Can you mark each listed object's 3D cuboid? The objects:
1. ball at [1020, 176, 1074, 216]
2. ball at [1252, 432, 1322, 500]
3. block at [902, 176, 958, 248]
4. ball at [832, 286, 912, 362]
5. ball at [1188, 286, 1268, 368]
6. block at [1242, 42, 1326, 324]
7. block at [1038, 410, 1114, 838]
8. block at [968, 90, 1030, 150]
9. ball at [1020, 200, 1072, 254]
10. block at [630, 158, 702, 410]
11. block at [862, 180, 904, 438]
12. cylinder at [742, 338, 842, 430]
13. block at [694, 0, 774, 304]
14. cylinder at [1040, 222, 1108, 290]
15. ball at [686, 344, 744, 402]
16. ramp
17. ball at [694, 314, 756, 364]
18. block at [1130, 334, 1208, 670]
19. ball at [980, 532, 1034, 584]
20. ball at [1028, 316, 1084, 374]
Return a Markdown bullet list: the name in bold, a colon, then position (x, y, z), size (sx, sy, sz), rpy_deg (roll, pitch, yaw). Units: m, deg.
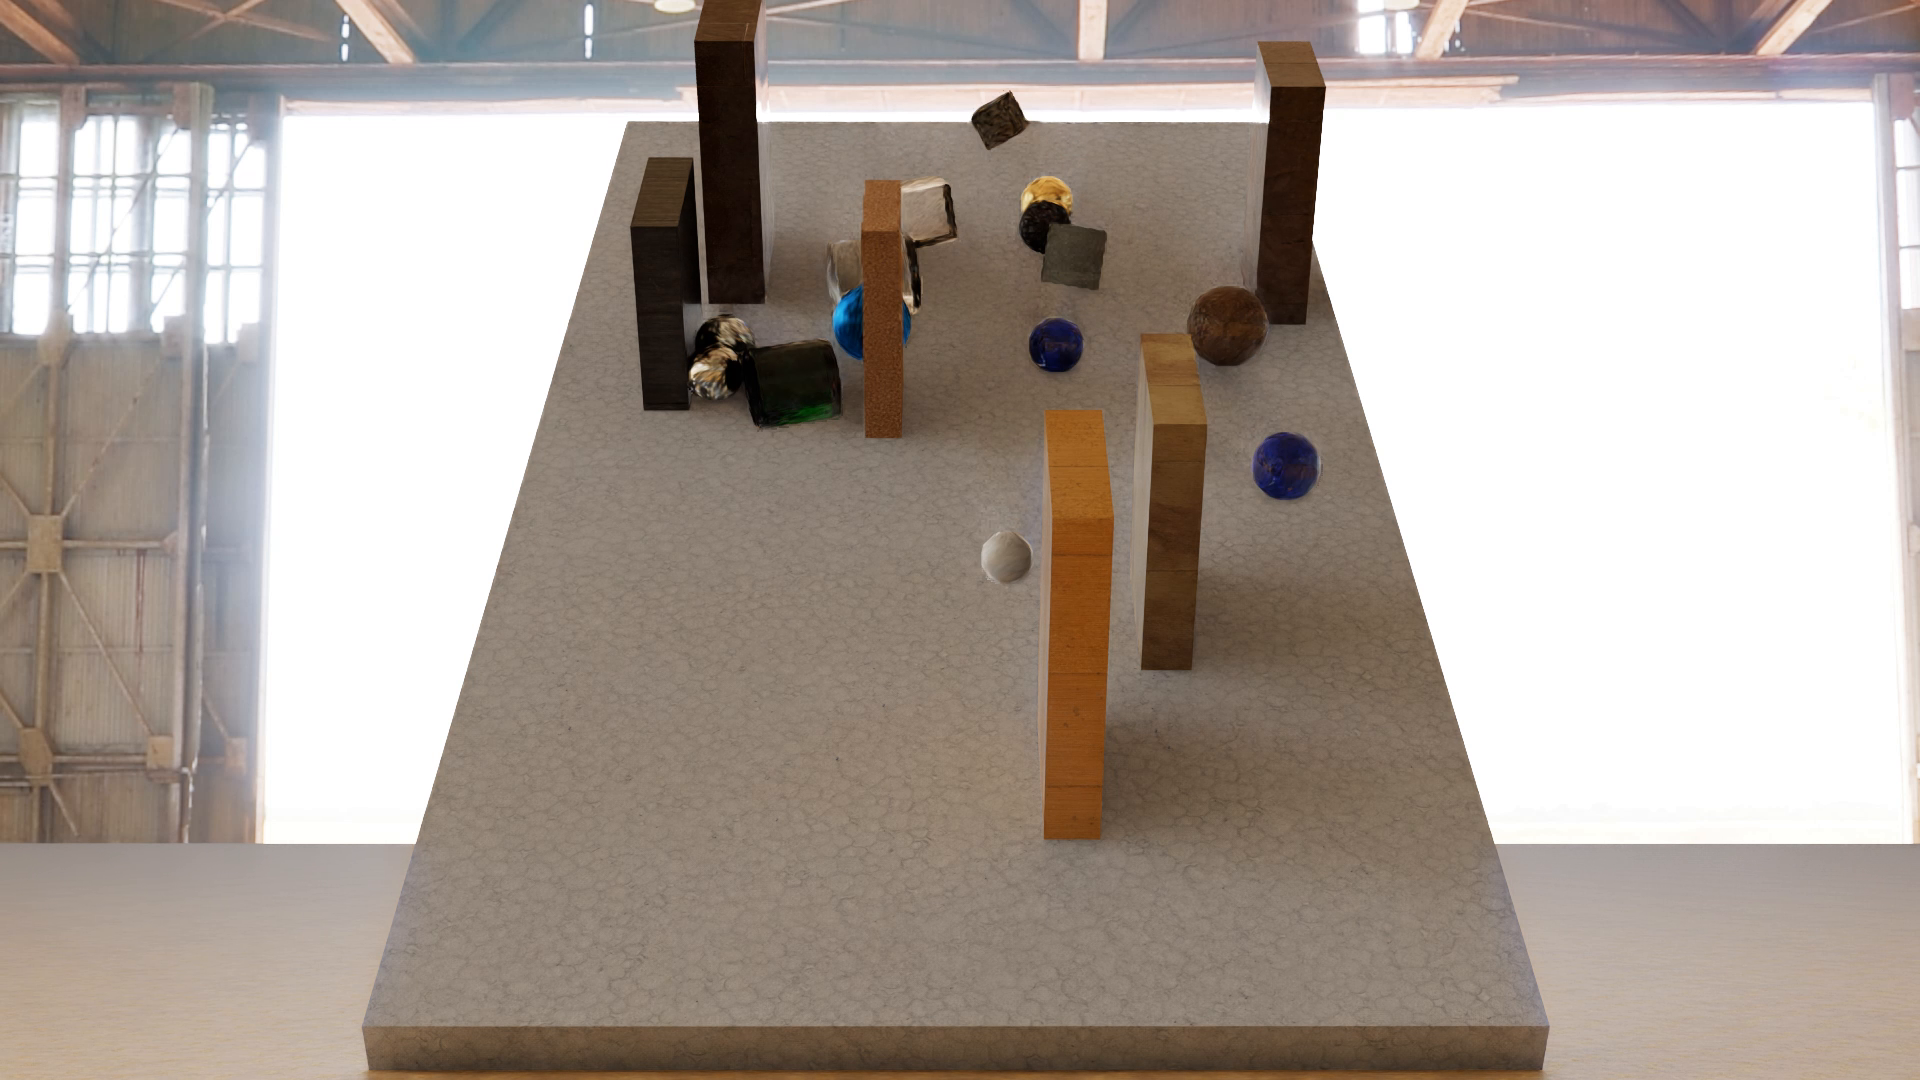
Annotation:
- **ball**: position (0.243, -0.937, 6.796), size (0.148, 0.148, 0.148), rpy_deg (0, -7, 0)
- **ball**: position (0.742, -0.168, 5.559), size (0.157, 0.157, 0.157), rpy_deg (0, -7, 0)
- **block**: position (-0.108, -0.871, 6.505), size (0.152, 0.152, 0.152), rpy_deg (-13, 20, -11)
- **ball**: position (-0.220, -0.543, 6.121), size (0.197, 0.197, 0.197), rpy_deg (0, -7, 0)
- **ball**: position (0.670, -0.534, 6.106), size (0.203, 0.203, 0.203), rpy_deg (0, -7, 0)
- **block**: position (0.830, -0.919, 6.302), size (0.135, 0.651, 0.315), rpy_deg (0, 32, 0)
- **block**: position (0.208, 0.158, 4.517), size (0.105, 0.697, 0.385), rpy_deg (0, 32, 0)
- **block**: position (0.111, -1.186, 6.902), size (0.109, 0.109, 0.109), rpy_deg (-24, 15, 24)
- **ball**: position (0.233, -0.855, 6.677), size (0.143, 0.143, 0.143), rpy_deg (0, -7, 0)
- **block**: position (-0.713, -0.629, 5.981), size (0.110, 0.487, 0.409), rpy_deg (0, 32, 0)
- **block**: position (-0.182, -0.548, 5.804), size (0.086, 0.538, 0.287), rpy_deg (0, 32, 0)
- **cylinder**: position (-0.402, -0.375, 5.850), size (0.193, 0.193, 0.193), rpy_deg (-10, -4, -15)
- **block**: position (-0.587, -1.040, 6.421), size (0.148, 0.722, 0.423), rpy_deg (0, 32, 0)
- **cylinder**: position (0.295, -0.735, 6.334), size (0.153, 0.153, 0.153), rpy_deg (9, 6, -1)
- **ball**: position (-0.589, -0.403, 5.881), size (0.137, 0.137, 0.137), rpy_deg (0, -7, 0)
- **ramp**: position (-0.015, -0.193, 5.837), size (2.000, 0.100, 4.000), rpy_deg (0, 32, 0)
- **ball**: position (-0.584, -0.486, 6.070), size (0.149, 0.149, 0.149), rpy_deg (0, -7, 0)
- **block**: position (0.423, -0.080, 5.017), size (0.103, 0.575, 0.386), rpy_deg (0, 32, 0)
- **ball**: position (0.101, 0.037, 5.264), size (0.113, 0.113, 0.113), rpy_deg (0, -7, 0)
- **ball**: position (0.240, -0.486, 6.085), size (0.140, 0.140, 0.140), rpy_deg (0, -7, 0)
